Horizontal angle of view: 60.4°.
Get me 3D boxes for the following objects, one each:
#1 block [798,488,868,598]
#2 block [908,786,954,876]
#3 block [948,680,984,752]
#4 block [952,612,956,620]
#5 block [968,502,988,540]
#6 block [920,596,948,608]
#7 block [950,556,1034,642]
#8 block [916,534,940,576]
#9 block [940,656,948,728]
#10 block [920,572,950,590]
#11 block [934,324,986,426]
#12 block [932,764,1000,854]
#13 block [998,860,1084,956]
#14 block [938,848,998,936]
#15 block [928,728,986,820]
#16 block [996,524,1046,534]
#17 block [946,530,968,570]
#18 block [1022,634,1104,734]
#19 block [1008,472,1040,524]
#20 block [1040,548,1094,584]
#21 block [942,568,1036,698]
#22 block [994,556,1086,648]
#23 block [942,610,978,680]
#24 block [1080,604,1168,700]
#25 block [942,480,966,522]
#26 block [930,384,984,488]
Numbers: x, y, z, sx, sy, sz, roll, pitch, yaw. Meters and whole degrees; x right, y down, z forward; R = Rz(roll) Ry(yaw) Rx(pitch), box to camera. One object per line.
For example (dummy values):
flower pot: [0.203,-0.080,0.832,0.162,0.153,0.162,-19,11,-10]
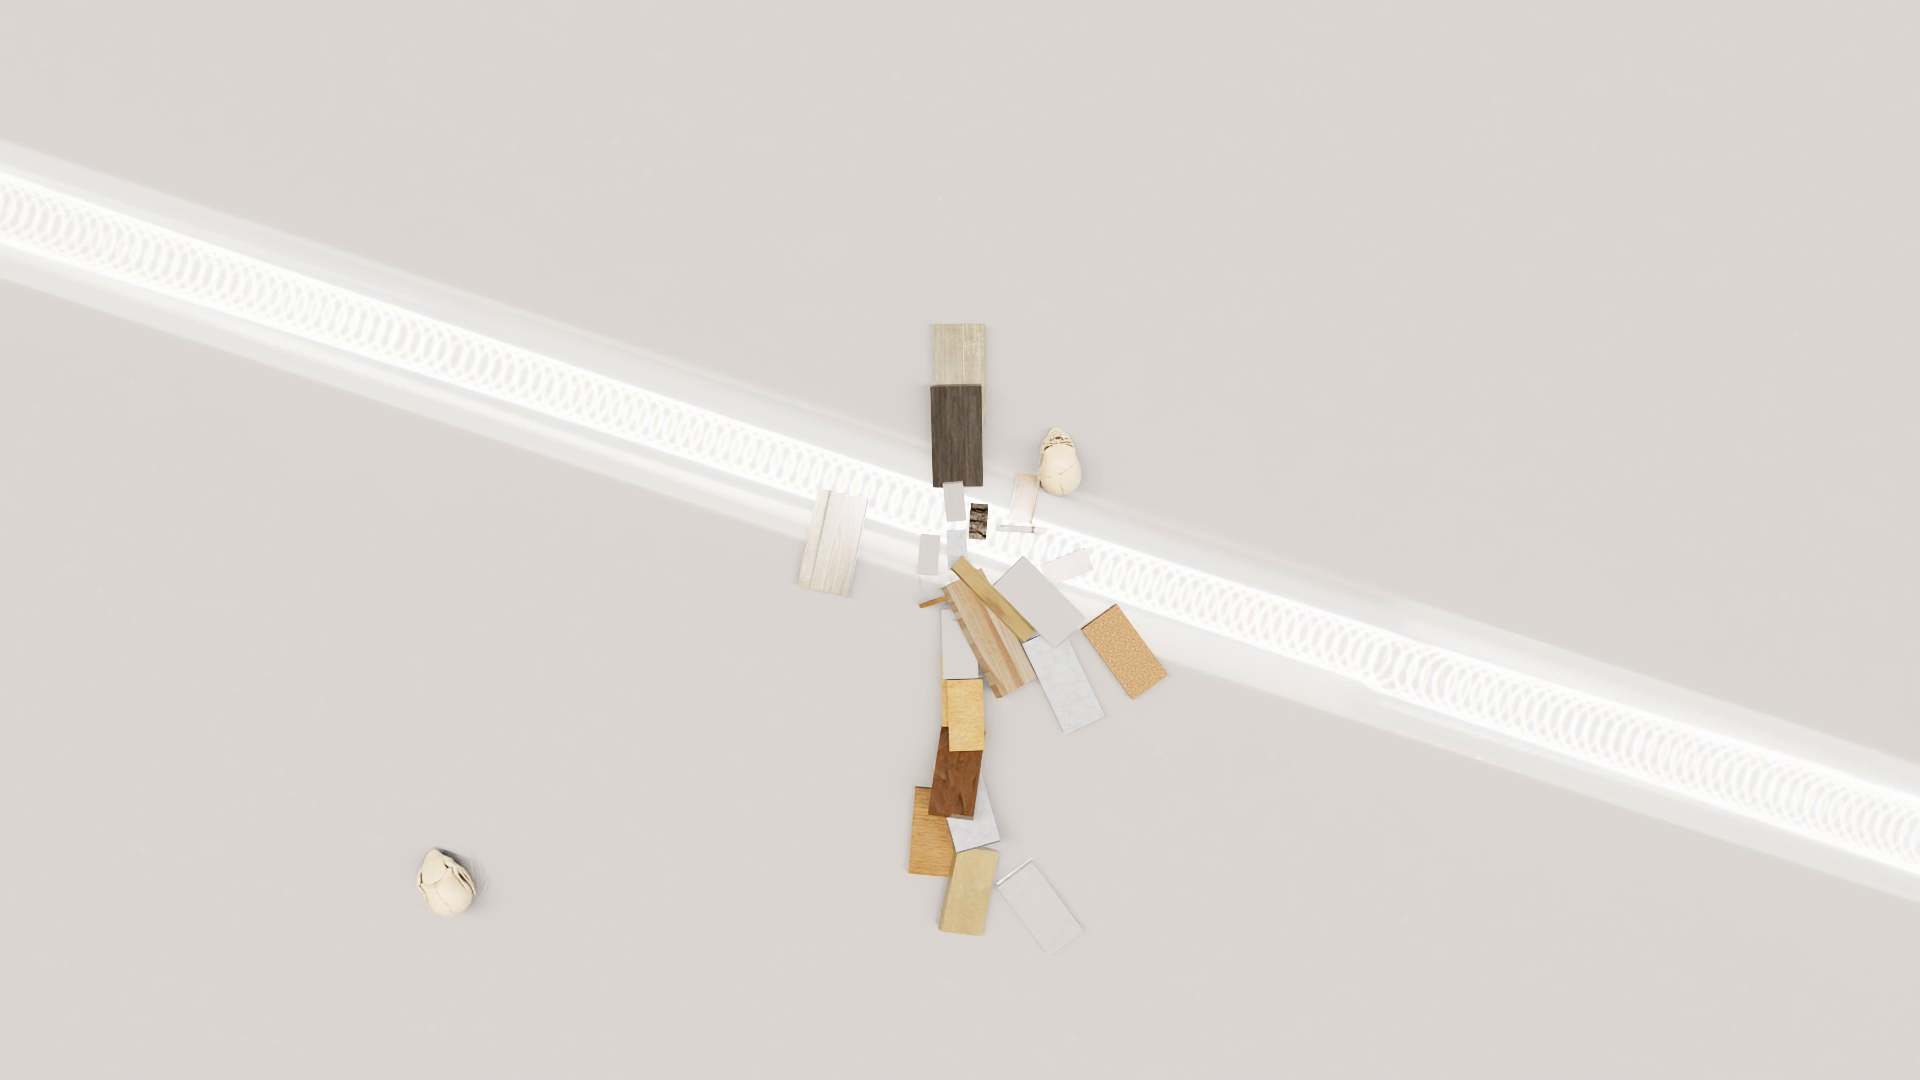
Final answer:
block: [-0.422,0.009,5.476,0.167,0.047,0.335,12,90,0]
block: [-0.089,0.969,5.480,0.143,0.040,0.285,5,90,0]
block: [0.020,0.576,5.417,0.116,0.033,0.231,-2,80,0]
block: [-0.004,0.213,5.464,0.050,0.014,0.100,-6,78,-1]
block: [0.061,-0.062,5.491,0.060,0.017,0.121,4,90,0]
block: [-0.088,0.205,5.445,0.050,0.100,0.014,-19,90,-34]
block: [0.108,0.196,5.445,0.350,0.017,0.060,46,63,-9]
block: [-0.103,0.048,5.483,0.067,0.019,0.134,5,84,1]
block: [-0.002,0.502,5.464,0.116,0.033,0.231,-1,80,0]
block: [-0.081,0.138,5.493,0.100,0.014,0.050,-5,90,0]
block: [0.000,-0.548,5.476,0.167,0.047,0.335,-1,90,0]
block: [0.020,0.866,5.426,0.148,0.042,0.296,-14,72,-6]
block: [0.267,1.223,5.480,0.143,0.040,0.285,-37,90,0]
block: [0.028,1.159,5.459,0.143,0.040,0.285,12,90,-18]
block: [-0.009,0.763,5.408,0.148,0.042,0.296,7,63,5]
block: [0.203,-0.036,5.460,0.159,0.080,0.023,3,90,0]
block: [-0.010,0.033,5.491,0.067,0.019,0.134,-3,90,0]
block: [0.343,0.463,5.480,0.144,0.041,0.333,-25,90,0]
block: [0.215,-0.139,5.489,0.080,0.023,0.159,11,90,0]
block: [0.356,0.091,5.489,0.159,0.023,0.080,-21,90,0]
block: [0.096,0.307,5.445,0.148,0.042,0.407,-27,90,-28]
block: [0.263,0.206,5.450,0.144,0.041,0.289,-44,84,-2]
block: [-0.001,0.346,5.459,0.116,0.033,0.231,-1,78,0]
block: [0.546,0.372,5.480,0.144,0.041,0.289,-36,90,0]
block: [-0.018,-0.127,5.464,0.067,0.019,0.134,-5,113,2]
block: [-0.010,-0.344,5.437,0.167,0.047,0.335,-1,104,0]
